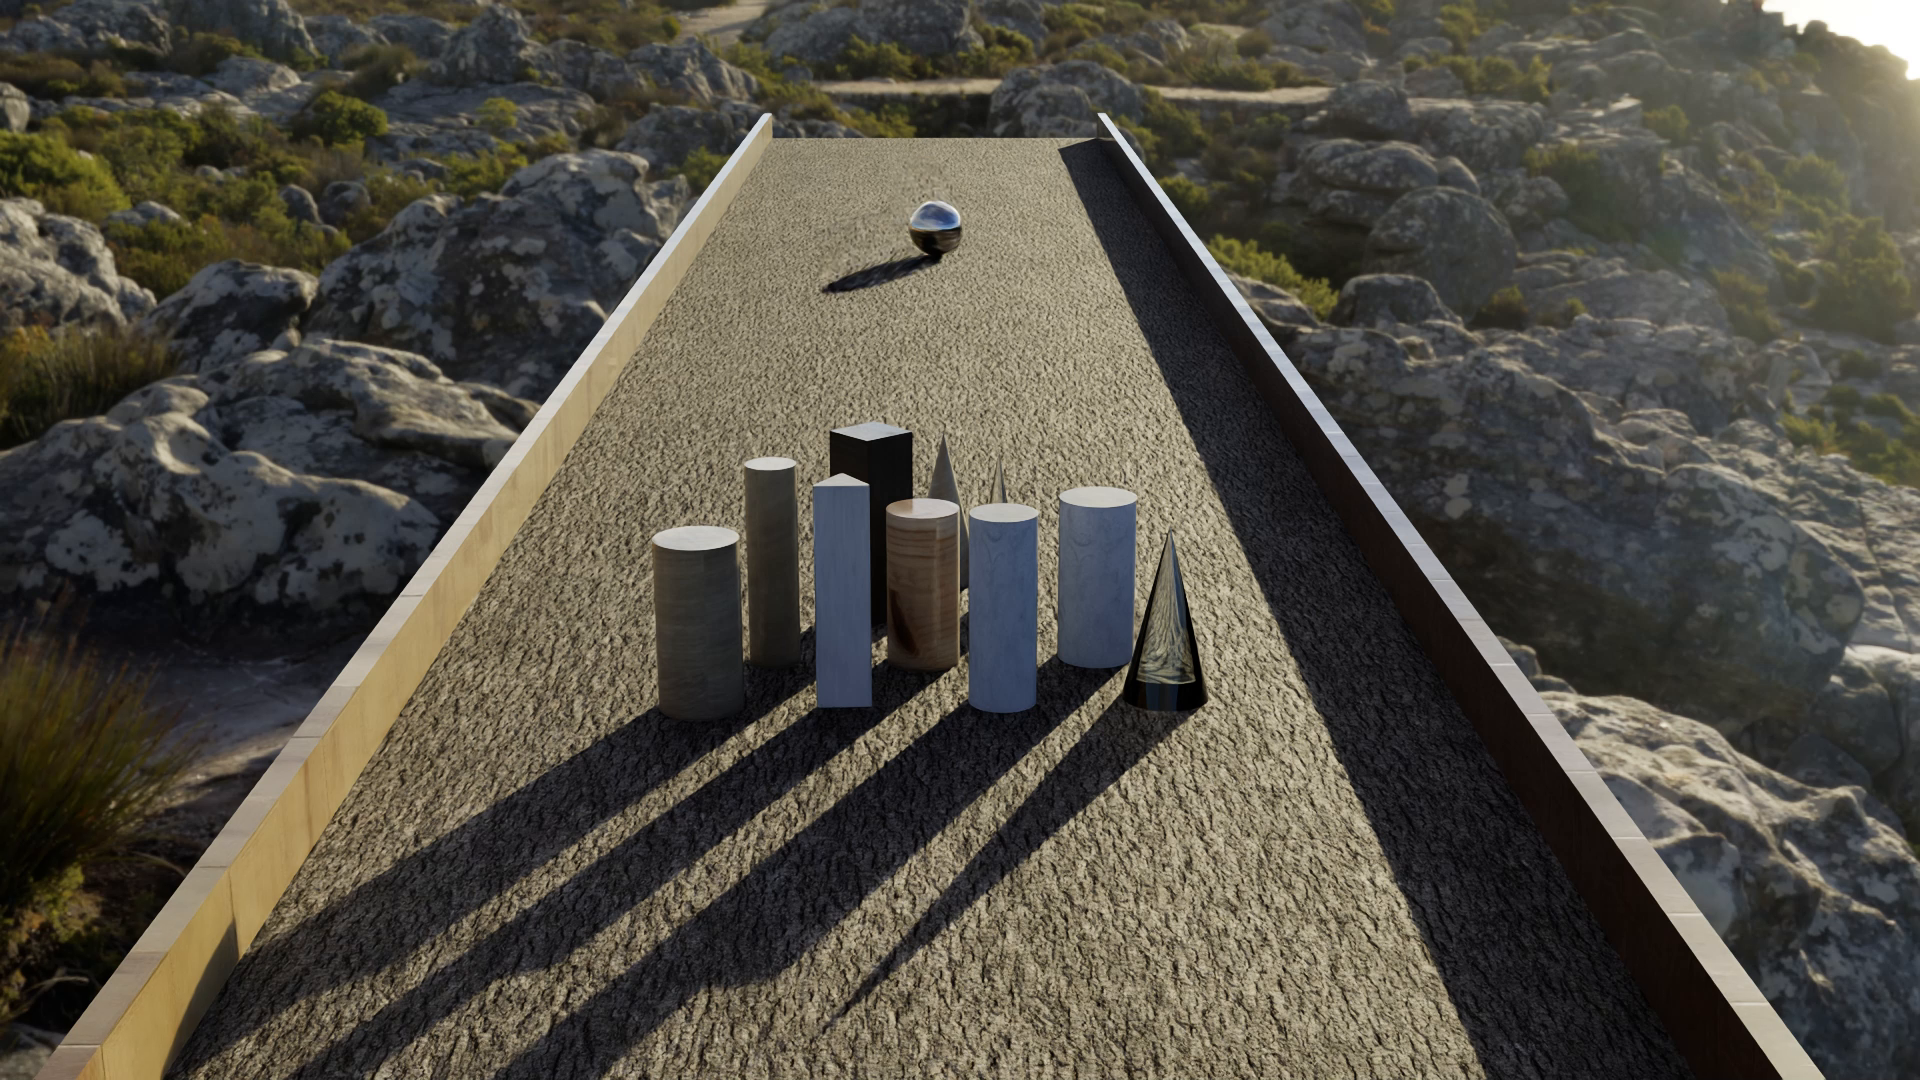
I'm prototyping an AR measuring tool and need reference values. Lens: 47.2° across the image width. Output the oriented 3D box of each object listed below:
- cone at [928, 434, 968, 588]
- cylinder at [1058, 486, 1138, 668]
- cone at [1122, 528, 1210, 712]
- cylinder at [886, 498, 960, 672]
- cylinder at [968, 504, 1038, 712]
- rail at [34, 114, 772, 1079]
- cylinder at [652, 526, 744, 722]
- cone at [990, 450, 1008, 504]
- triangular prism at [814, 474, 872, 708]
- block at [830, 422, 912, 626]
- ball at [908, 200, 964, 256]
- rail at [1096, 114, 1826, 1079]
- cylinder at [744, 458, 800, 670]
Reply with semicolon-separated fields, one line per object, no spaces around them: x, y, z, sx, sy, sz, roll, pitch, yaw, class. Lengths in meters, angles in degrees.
-0.036;-0.077;4.893;0.165;0.337;0.165;0;17;0;cone
0.273;0.074;4.396;0.154;0.332;0.154;0;17;0;cylinder
0.394;0.135;4.172;0.168;0.342;0.168;0;17;0;cone
-0.073;0.089;4.371;0.145;0.316;0.145;0;17;0;cylinder
0.081;0.128;4.142;0.130;0.373;0.130;0;17;0;cylinder
-1.118;-0.838;7.780;0.050;0.150;12.000;0;17;-1;rail
-0.490;0.155;4.122;0.161;0.332;0.161;0;17;0;cylinder
0.082;-0.019;4.664;0.117;0.357;0.117;0;17;0;cone
-0.220;0.095;4.145;0.103;0.434;0.089;-1;17;-2;triangular prism
-0.186;-0.034;4.637;0.123;0.402;0.123;-15;22;-40;block
-0.101;-1.307;9.222;0.228;0.228;0.228;0;17;0;ball
0.932;-0.844;7.801;0.050;0.150;12.000;0;17;-1;rail
-0.371;0.046;4.355;0.102;0.408;0.102;0;17;0;cylinder
